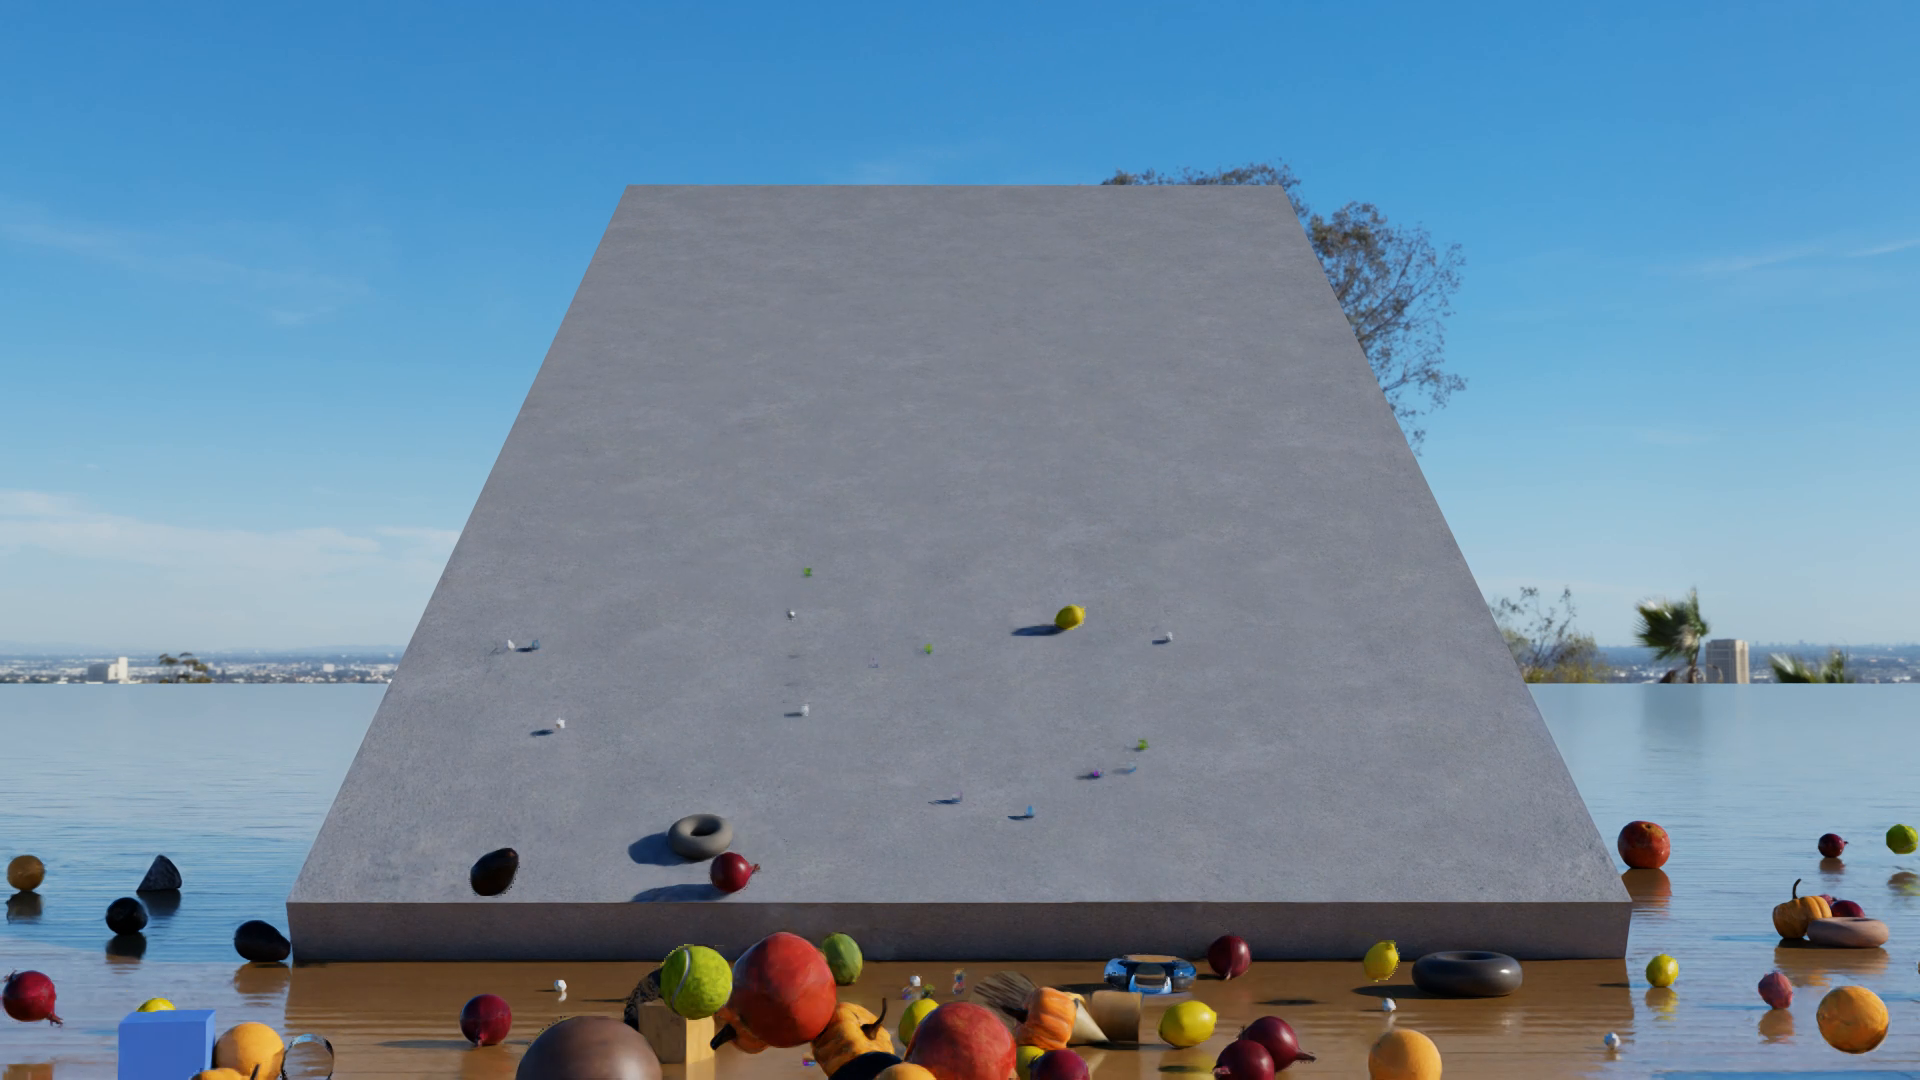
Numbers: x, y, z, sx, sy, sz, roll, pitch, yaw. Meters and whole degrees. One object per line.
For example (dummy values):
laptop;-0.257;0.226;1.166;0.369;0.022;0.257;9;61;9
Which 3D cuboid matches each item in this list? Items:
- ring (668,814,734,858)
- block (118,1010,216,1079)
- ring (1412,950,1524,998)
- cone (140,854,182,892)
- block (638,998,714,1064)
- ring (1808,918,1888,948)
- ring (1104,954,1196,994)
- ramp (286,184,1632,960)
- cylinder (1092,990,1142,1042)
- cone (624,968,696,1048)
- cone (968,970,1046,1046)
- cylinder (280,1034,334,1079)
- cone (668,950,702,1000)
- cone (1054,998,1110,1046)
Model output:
ring;-0.401;0.457;3.590;0.101;0.034;0.101;-1;25;1
block;-0.797;0.520;2.338;0.082;0.082;0.082;1;-3;-11
ring;0.682;0.583;3.127;0.148;0.049;0.148;-1;-3;0
cone;-1.600;0.677;4.605;0.079;0.079;0.079;-2;29;33
block;-0.315;0.545;2.582;0.062;0.062;0.062;-1;-4;22
ring;1.403;0.620;3.676;0.122;0.041;0.122;-1;-5;0
ring;0.258;0.589;3.155;0.126;0.042;0.126;1;-3;0
ramp;-0.008;-0.228;5.300;2.000;0.100;4.000;0;24;0
cylinder;0.183;0.554;2.711;0.055;0.055;0.055;3;-3;8
cone;-0.321;0.560;2.699;0.098;0.098;0.098;-3;-31;37
cone;0.059;0.564;2.729;0.090;0.090;0.090;0;-30;7
cylinder;-0.672;0.539;2.397;0.052;0.052;0.052;1;-3;-13
cone;-0.371;0.569;3.042;0.067;0.067;0.067;0;-3;0
cone;0.148;0.568;2.677;0.060;0.060;0.060;27;-7;-6
